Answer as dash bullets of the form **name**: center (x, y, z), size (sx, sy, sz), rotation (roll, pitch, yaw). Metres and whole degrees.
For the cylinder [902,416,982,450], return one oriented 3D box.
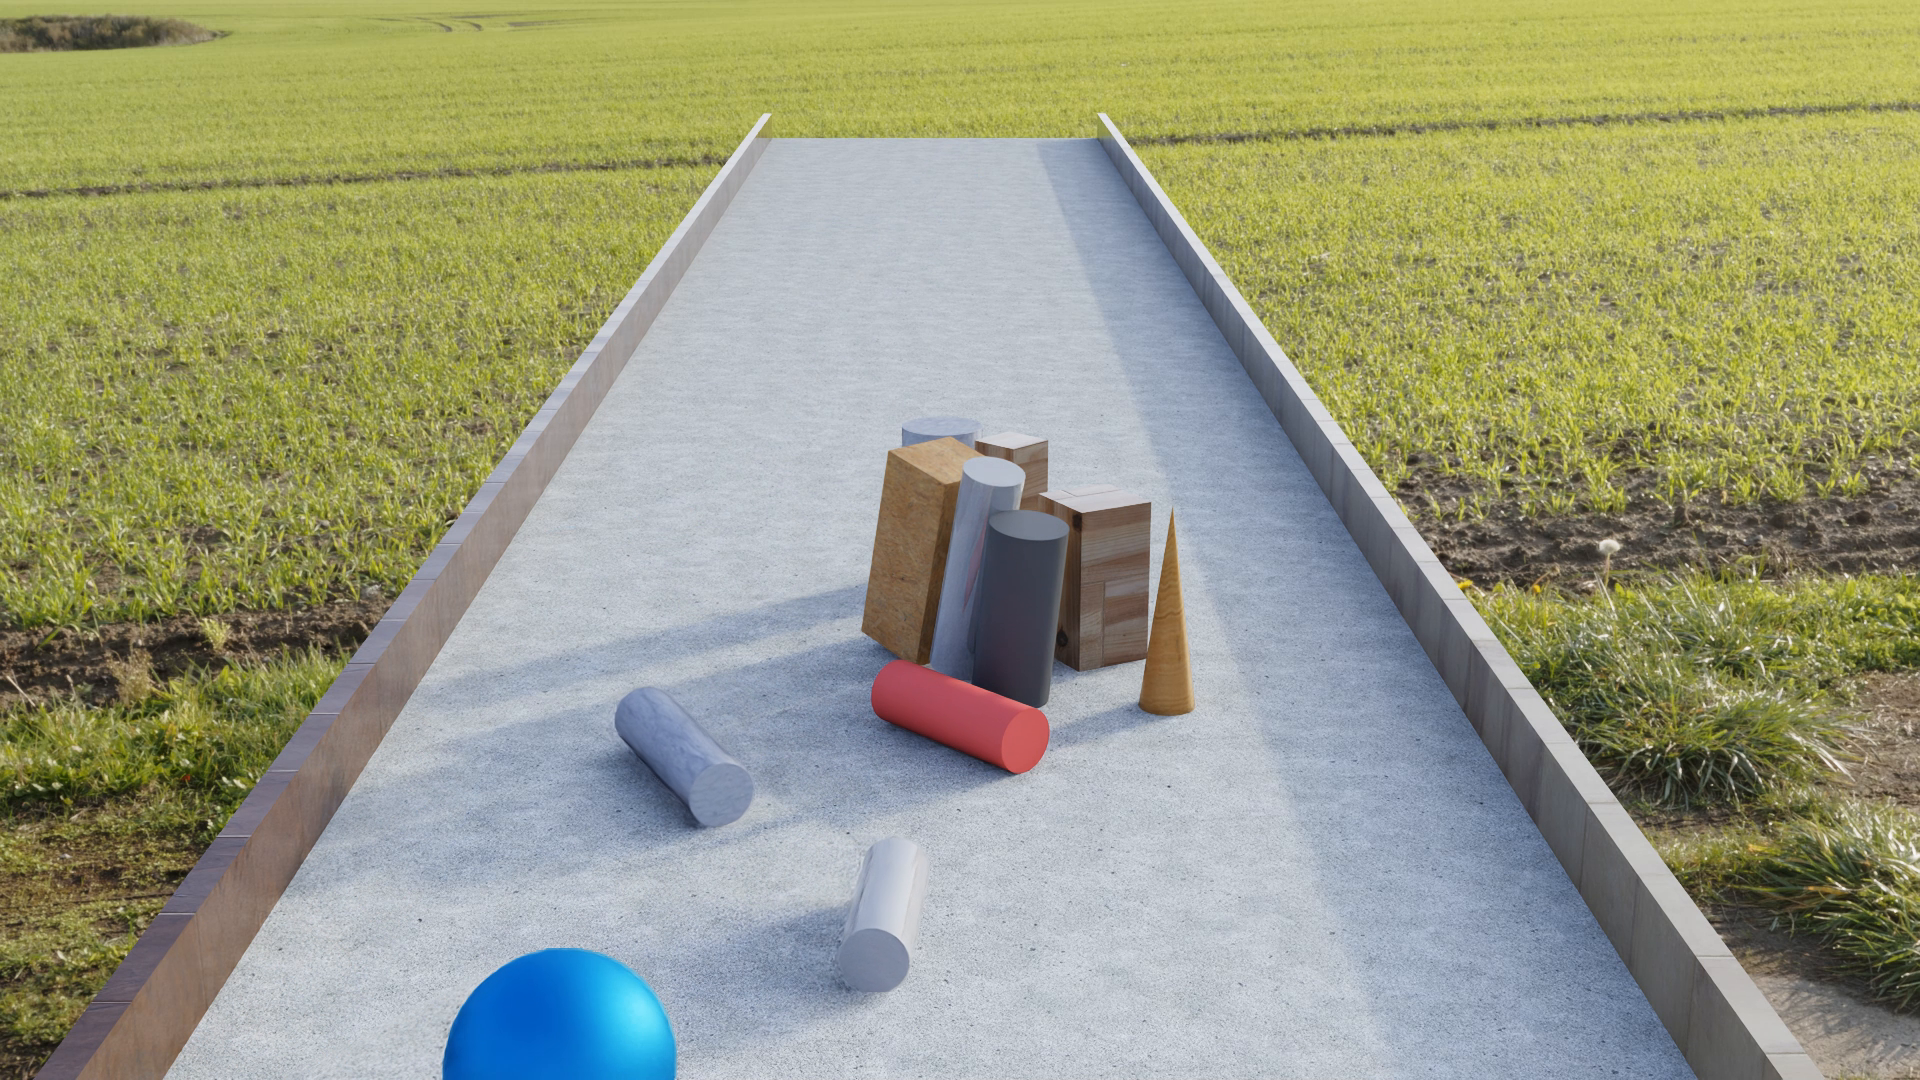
- **cylinder**: center (-0.039, -0.081, 4.877), size (0.177, 0.354, 0.177), rotation (0, 17, 0)

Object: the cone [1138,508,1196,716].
- **cone**: center (0.392, 0.124, 4.115), size (0.108, 0.396, 0.108), rotation (0, 17, 0)

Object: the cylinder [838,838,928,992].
- **cylinder**: center (-0.110, 0.545, 3.219), size (0.100, 0.100, 0.304), rotation (1, 17, 4)

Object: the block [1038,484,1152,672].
- **block**: center (0.267, 0.073, 4.408), size (0.162, 0.327, 0.162), rotation (-9, 19, -28)

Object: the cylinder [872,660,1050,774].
- **cylinder**: center (-0.003, 0.315, 3.961), size (0.118, 0.118, 0.345), rotation (-15, 22, -41)

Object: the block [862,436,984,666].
- **block**: center (-0.054, 0.023, 4.392), size (0.167, 0.405, 0.167), rotation (-15, 35, -41)

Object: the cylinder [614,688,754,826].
- **cylinder**: center (-0.481, 0.369, 3.790), size (0.112, 0.112, 0.398), rotation (-8, 18, -25)

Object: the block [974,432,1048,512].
- **block**: center (0.108, -0.029, 4.662), size (0.109, 0.377, 0.109), rotation (15, 22, 41)

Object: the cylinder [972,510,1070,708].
- **cylinder**: center (0.112, 0.133, 4.139), size (0.150, 0.349, 0.150), rotation (5, 22, -2)

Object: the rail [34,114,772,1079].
- **rail**: center (-1.118, -0.838, 7.780), size (0.050, 0.150, 12.000), rotation (0, 17, -1)

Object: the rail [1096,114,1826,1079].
- **rail**: center (0.932, -0.844, 7.801), size (0.050, 0.150, 12.000), rotation (0, 17, -1)

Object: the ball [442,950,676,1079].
- **ball**: center (-0.478, 0.629, 2.631), size (0.274, 0.274, 0.274), rotation (0, 17, 0)

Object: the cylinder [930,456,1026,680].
- **cylinder**: center (0.031, 0.057, 4.250), size (0.120, 0.431, 0.120), rotation (8, 28, -4)
